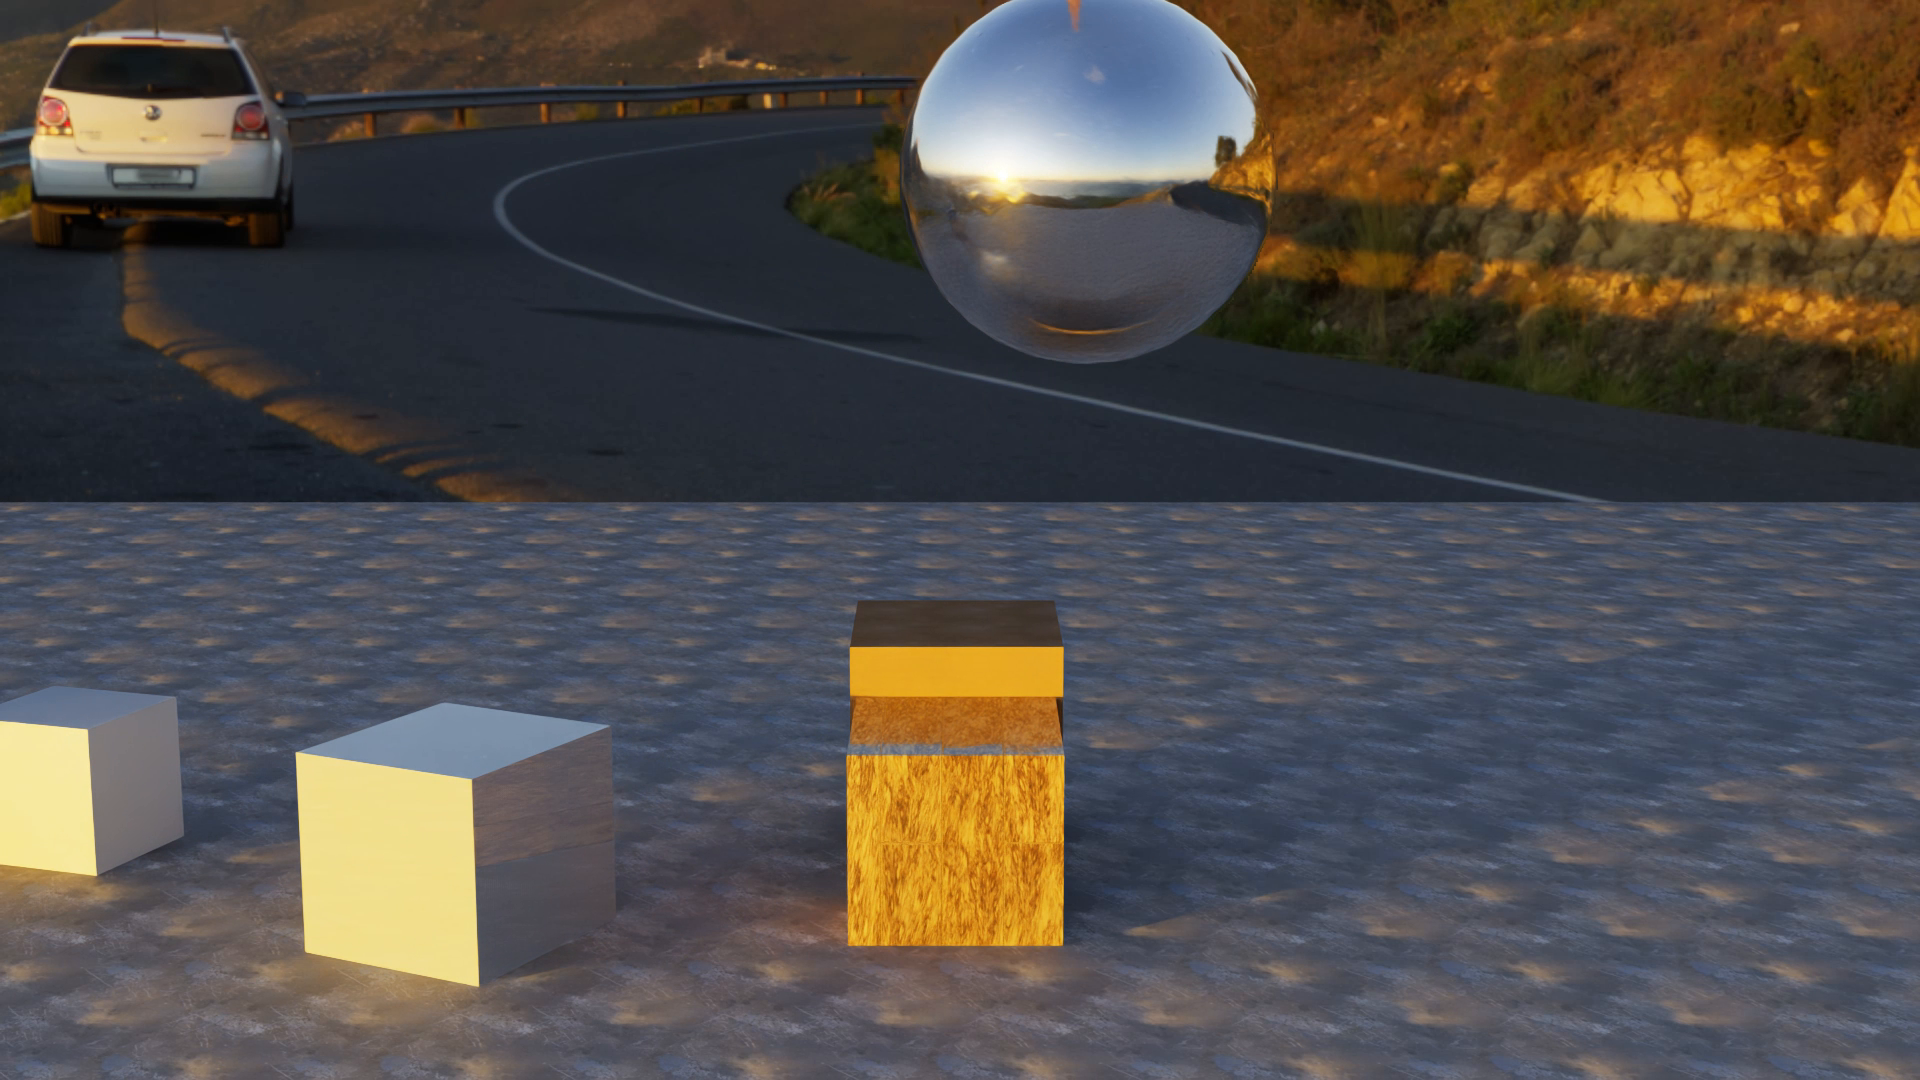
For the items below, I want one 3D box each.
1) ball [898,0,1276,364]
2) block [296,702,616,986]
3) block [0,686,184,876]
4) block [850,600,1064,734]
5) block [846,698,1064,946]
[{"bbox_3d":[0.538,-1.548,10.899,1.600,1.600,1.600,0,10,0],"label":"ball"},{"bbox_3d":[-2.049,1.220,10.523,0.873,0.835,0.931,5,12,27],"label":"block"},{"bbox_3d":[-4.045,1.087,11.724,0.679,0.667,0.639,4,11,19],"label":"block"},{"bbox_3d":[-0.017,0.883,11.844,0.937,1.024,1.010,0,10,0],"label":"block"},{"bbox_3d":[-0.018,1.173,10.875,0.876,0.801,0.980,0,10,0],"label":"block"}]
